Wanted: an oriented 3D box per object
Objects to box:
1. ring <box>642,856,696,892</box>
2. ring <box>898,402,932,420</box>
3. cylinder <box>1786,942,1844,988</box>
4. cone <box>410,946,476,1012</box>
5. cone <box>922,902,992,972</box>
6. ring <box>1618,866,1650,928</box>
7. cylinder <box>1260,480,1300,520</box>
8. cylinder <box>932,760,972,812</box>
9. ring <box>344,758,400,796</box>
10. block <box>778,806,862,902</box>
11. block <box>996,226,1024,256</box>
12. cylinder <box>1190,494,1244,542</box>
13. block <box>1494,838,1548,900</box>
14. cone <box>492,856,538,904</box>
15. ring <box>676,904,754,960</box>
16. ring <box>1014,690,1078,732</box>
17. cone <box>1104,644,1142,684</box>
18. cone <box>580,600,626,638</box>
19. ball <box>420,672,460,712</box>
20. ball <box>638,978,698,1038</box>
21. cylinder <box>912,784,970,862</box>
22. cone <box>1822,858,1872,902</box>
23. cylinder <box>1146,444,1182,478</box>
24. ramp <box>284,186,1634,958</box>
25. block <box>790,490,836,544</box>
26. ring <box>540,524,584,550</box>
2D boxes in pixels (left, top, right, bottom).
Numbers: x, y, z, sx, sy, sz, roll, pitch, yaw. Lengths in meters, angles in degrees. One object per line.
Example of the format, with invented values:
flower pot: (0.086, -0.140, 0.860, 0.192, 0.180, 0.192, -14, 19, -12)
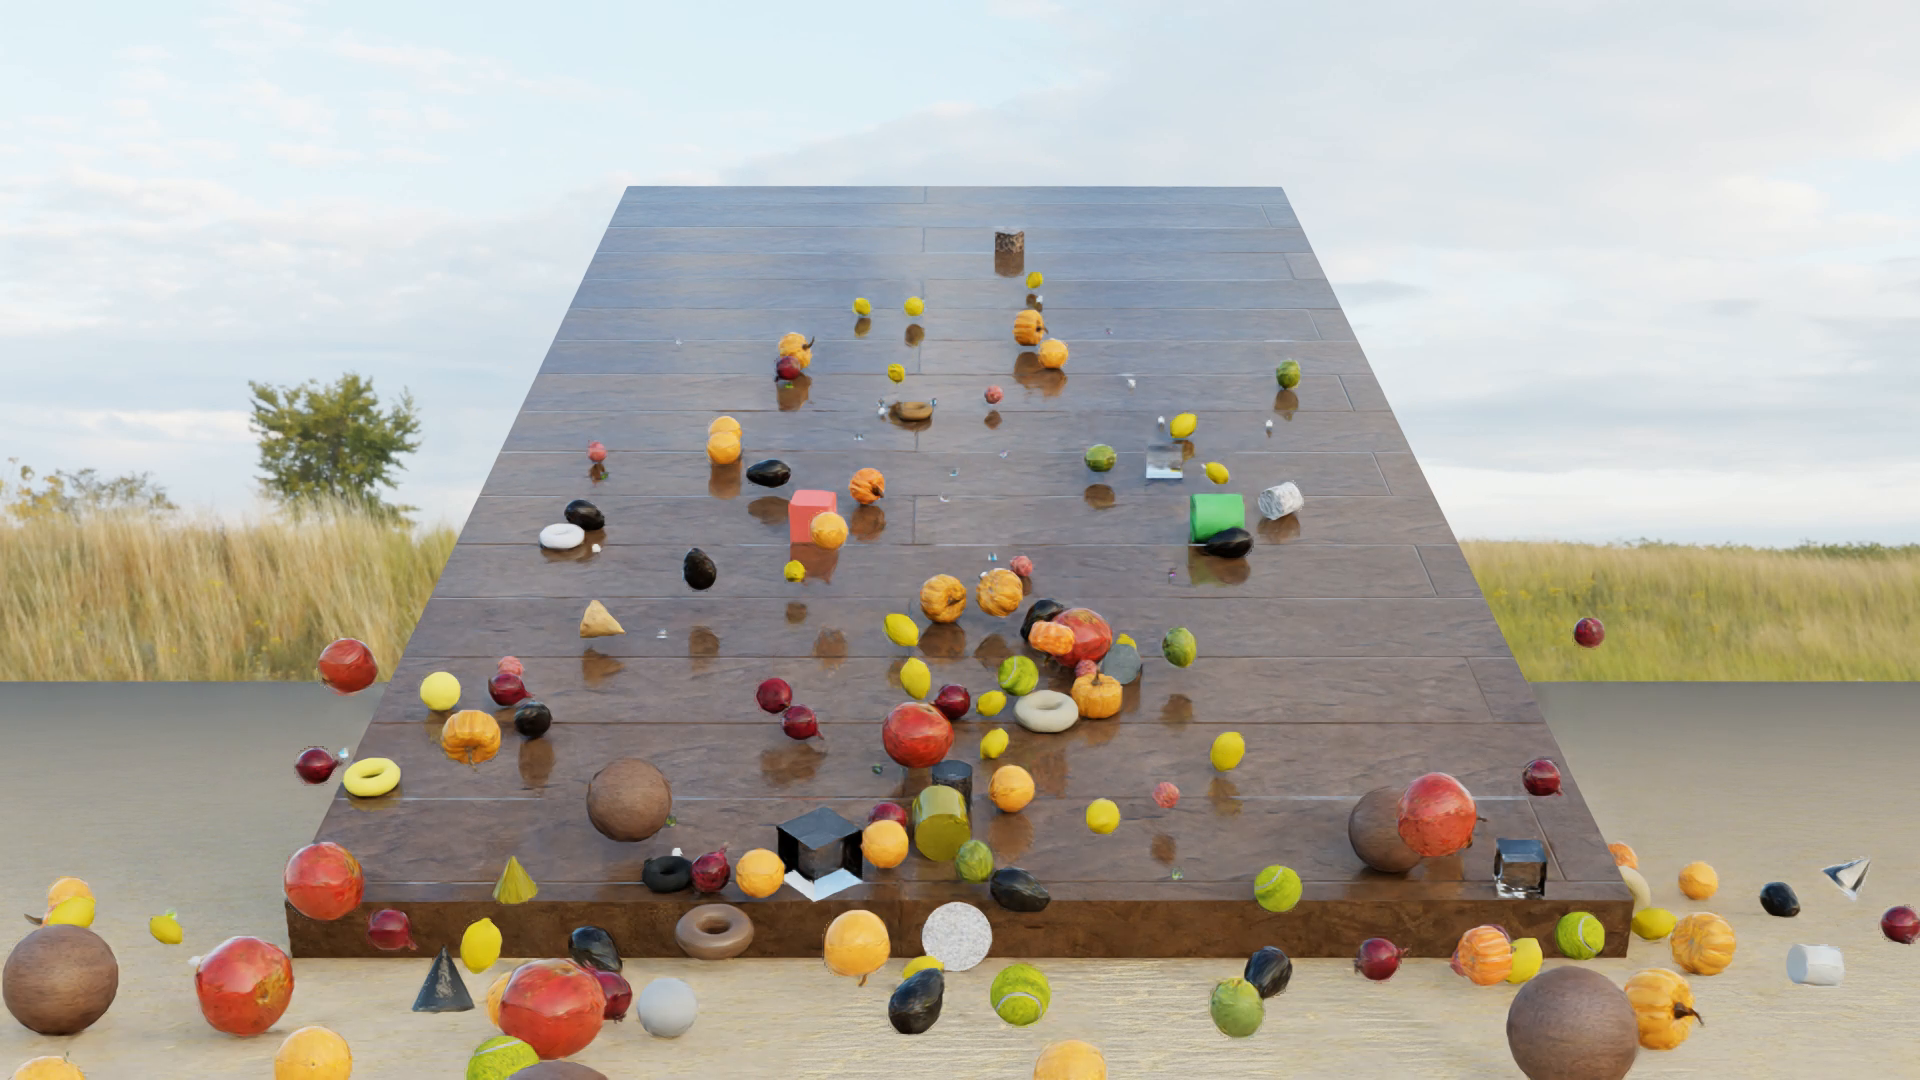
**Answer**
ring: (-0.437, 0.501, 3.484, 0.080, 0.027, 0.080, -1, 25, 0)
ring: (-0.103, -0.293, 5.284, 0.080, 0.027, 0.080, -1, 24, 1)
cylinder: (1.117, 0.556, 3.035, 0.051, 0.051, 0.051, -7, -1, -18)
cone: (-0.657, 0.555, 2.957, 0.081, 0.081, 0.081, 0, -3, 0)
cone: (-0.008, 0.561, 3.340, 0.098, 0.098, 0.098, 0, 1, -4)
ring: (1.077, 0.590, 3.816, 0.114, 0.114, 0.038, 0, 9, 2)
cylinder: (0.656, -0.081, 4.760, 0.062, 0.062, 0.062, -3, 28, 39)
cylinder: (-0.013, 0.393, 3.682, 0.065, 0.065, 0.065, 0, 24, 0)
ring: (-0.948, 0.382, 3.746, 0.091, 0.030, 0.091, -1, 27, 1)
block: (-0.210, 0.469, 3.479, 0.090, 0.090, 0.090, -19, 30, -36)
block: (0.139, -0.832, 6.464, 0.059, 0.059, 0.059, 15, 28, 30)
cylinder: (0.512, -0.044, 4.635, 0.095, 0.095, 0.095, 0, -3, -3)
block: (0.836, 0.491, 3.467, 0.064, 0.064, 0.064, 2, 24, 3)
cone: (-0.663, 0.494, 3.449, 0.066, 0.066, 0.066, 0, 24, 0)
ring: (-0.353, 0.563, 3.341, 0.113, 0.038, 0.113, 1, 26, -1)
ring: (0.146, 0.291, 3.949, 0.112, 0.037, 0.112, 0, 24, 0)
cone: (0.305, 0.222, 4.111, 0.074, 0.074, 0.074, -2, -8, 33)
cone: (-0.635, 0.156, 4.195, 0.075, 0.075, 0.075, 21, 0, 9)
ball: (-0.889, 0.259, 3.978, 0.067, 0.067, 0.067, 0, -3, 0)
ball: (-0.342, 0.546, 2.714, 0.070, 0.070, 0.070, 0, -3, 0)
cylinder: (-0.029, 0.434, 3.566, 0.085, 0.085, 0.085, 0, 24, -5)
cone: (1.648, 0.610, 4.281, 0.082, 0.082, 0.082, -42, -9, 5)
cylinder: (0.434, -0.168, 4.937, 0.076, 0.076, 0.076, 0, -3, 4)
ramp: (-0.008, -0.228, 5.293, 2.000, 0.100, 4.000, 0, 24, 0)
block: (-0.295, -0.047, 4.660, 0.080, 0.080, 0.080, 3, 24, 7)
ring: (-0.792, -0.007, 4.629, 0.089, 0.030, 0.089, 0, 24, 0)
